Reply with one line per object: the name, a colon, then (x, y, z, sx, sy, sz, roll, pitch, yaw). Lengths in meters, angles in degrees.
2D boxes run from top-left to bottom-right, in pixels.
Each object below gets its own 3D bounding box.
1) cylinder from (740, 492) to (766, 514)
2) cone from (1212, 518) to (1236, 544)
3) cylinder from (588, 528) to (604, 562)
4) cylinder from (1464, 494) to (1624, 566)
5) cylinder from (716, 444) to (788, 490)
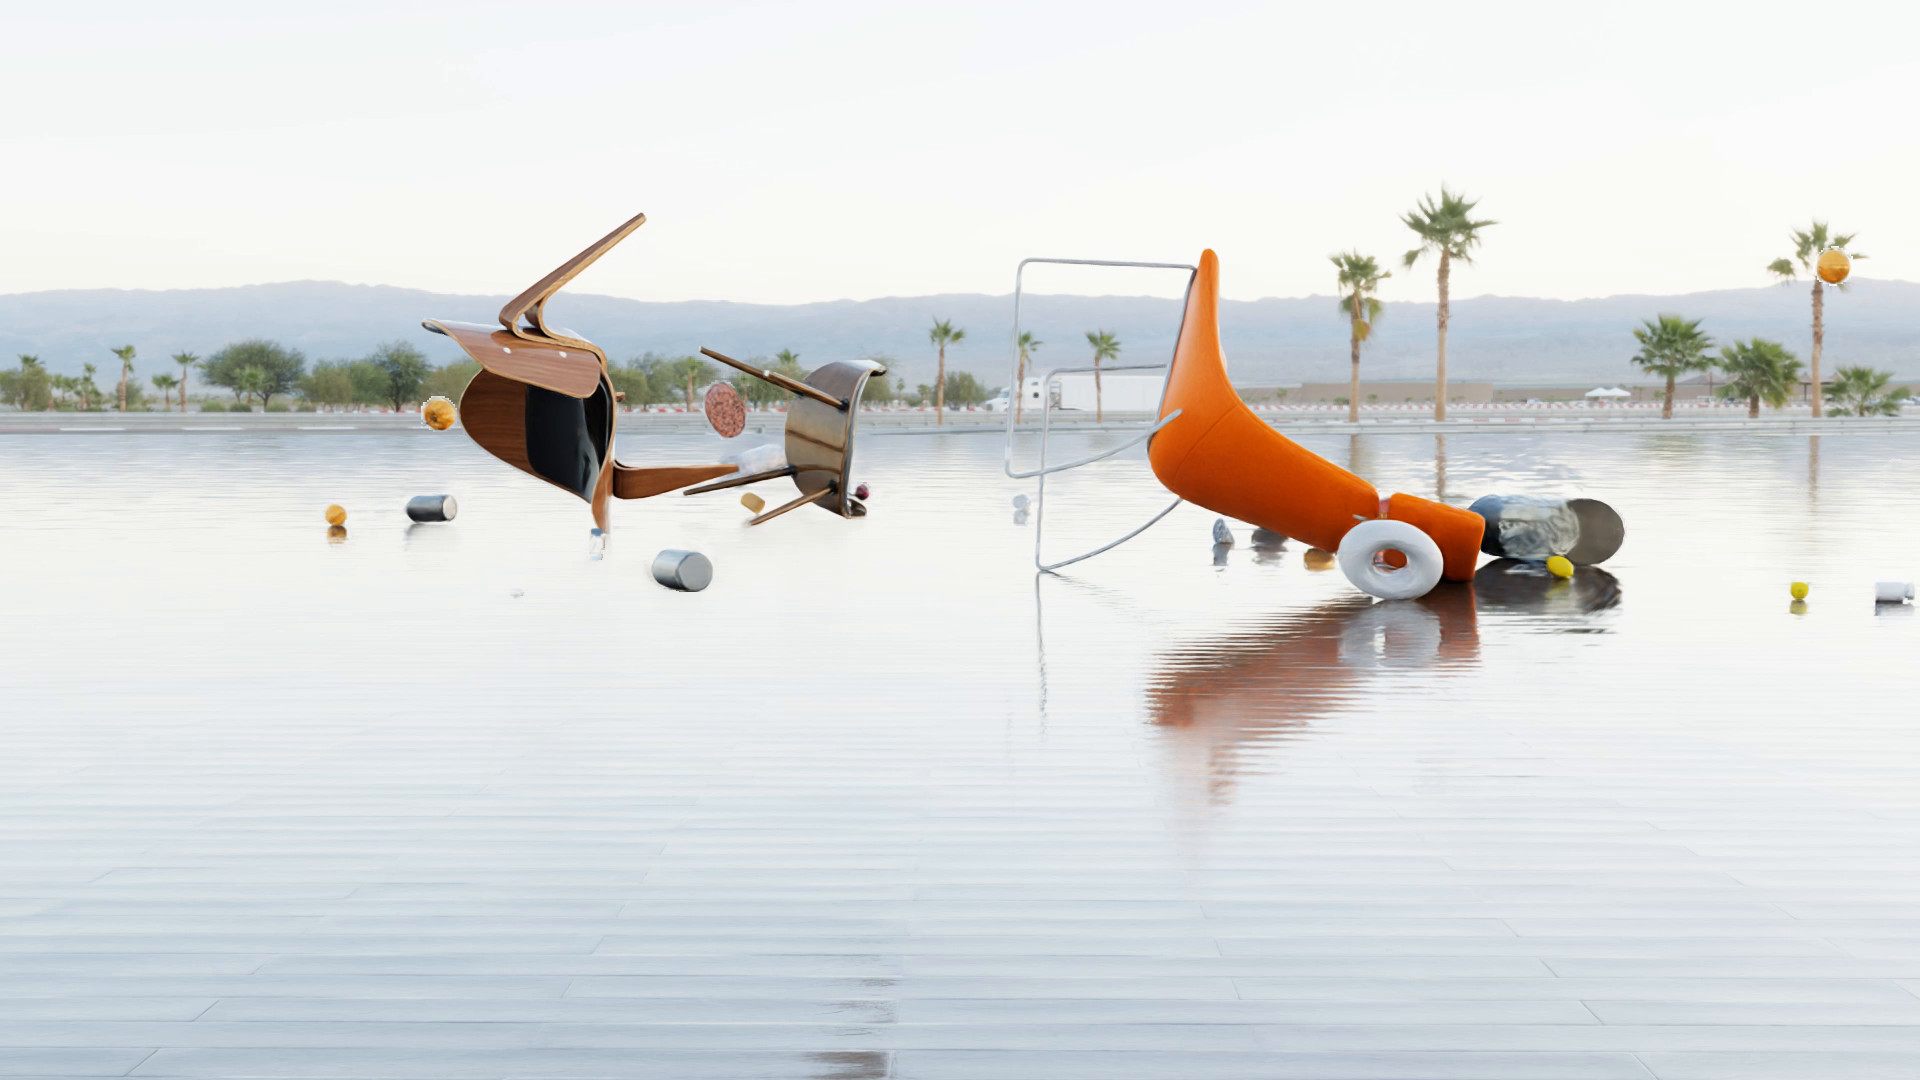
cylinder: (-0.744, -0.134, 7.909, 0.075, 0.061, 0.047, 29, -14, 32)
cone: (0.784, -0.010, 6.438, 0.069, 0.059, 0.108, 32, 30, -22)
cylinder: (-0.949, 0.012, 5.725, 0.034, 0.073, 0.058, 4, 23, -13)
cylinder: (1.517, -0.030, 5.726, 0.263, 0.171, 0.316, 4, 2, -27)
cylinder: (-0.770, -0.273, 8.139, 0.165, 0.119, 0.219, -19, 3, 40)
